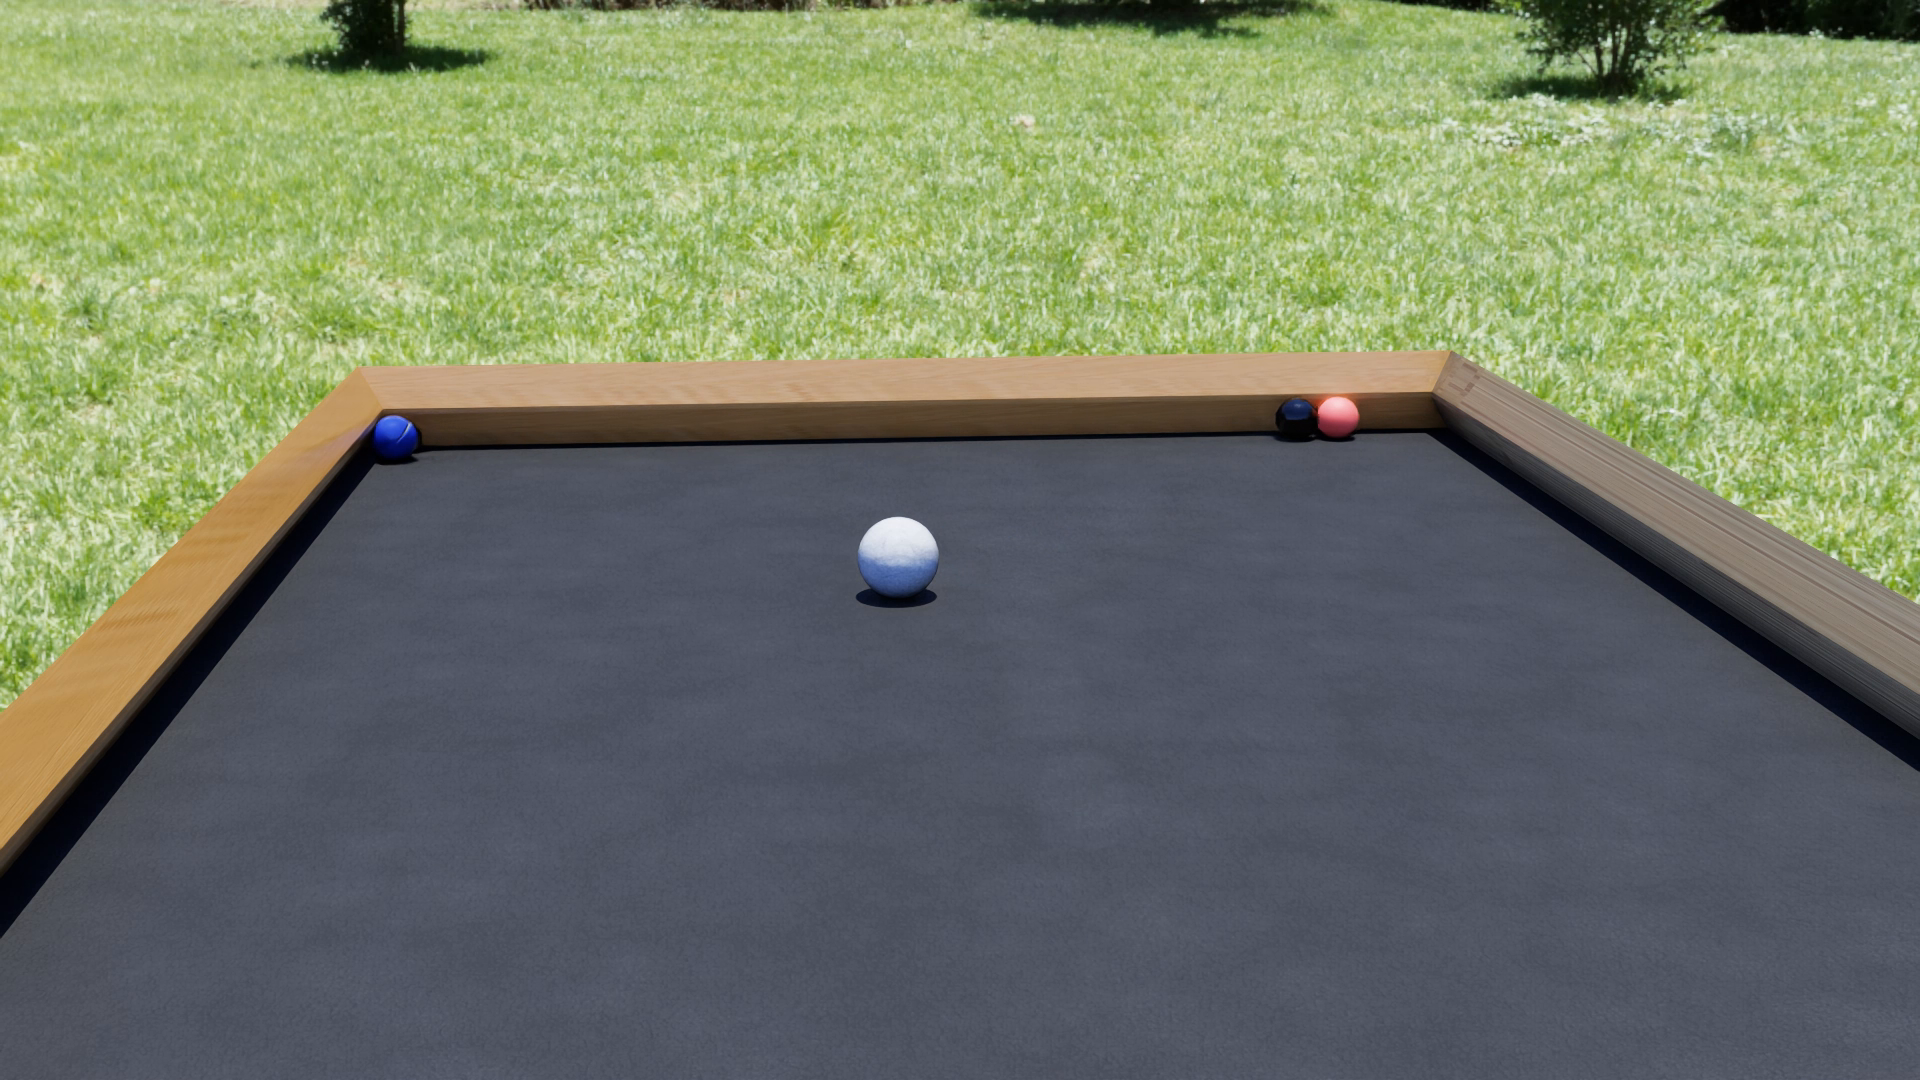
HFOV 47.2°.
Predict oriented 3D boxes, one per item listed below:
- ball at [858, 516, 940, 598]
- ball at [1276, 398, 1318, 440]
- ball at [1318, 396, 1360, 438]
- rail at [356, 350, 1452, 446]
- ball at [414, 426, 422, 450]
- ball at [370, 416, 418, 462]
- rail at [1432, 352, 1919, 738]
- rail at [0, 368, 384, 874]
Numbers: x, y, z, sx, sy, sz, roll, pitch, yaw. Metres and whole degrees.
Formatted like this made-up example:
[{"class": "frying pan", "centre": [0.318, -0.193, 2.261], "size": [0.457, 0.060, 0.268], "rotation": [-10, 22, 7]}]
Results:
[{"class": "ball", "centre": [-0.075, 0.022, 2.681], "size": [0.100, 0.100, 0.100], "rotation": [0, 14, 0]}, {"class": "ball", "centre": [0.551, -0.199, 3.604], "size": [0.068, 0.068, 0.068], "rotation": [0, 14, 0]}, {"class": "ball", "centre": [0.620, -0.201, 3.608], "size": [0.069, 0.069, 0.069], "rotation": [0, 14, 0]}, {"class": "rail", "centre": [-0.070, -0.228, 3.587], "size": [1.795, 0.130, 0.045], "rotation": [-1, 14, -5]}, {"class": "ball", "centre": [-0.880, -0.162, 3.510], "size": [0.043, 0.043, 0.043], "rotation": [0, 14, 0]}, {"class": "ball", "centre": [-0.885, -0.159, 3.442], "size": [0.071, 0.071, 0.071], "rotation": [0, 14, 0]}, {"class": "rail", "centre": [0.942, 0.156, 2.096], "size": [0.045, 0.130, 3.293], "rotation": [-1, 14, -5]}, {"class": "rail", "centre": [-0.798, 0.194, 1.947], "size": [0.045, 0.130, 3.293], "rotation": [-1, 14, -5]}]
